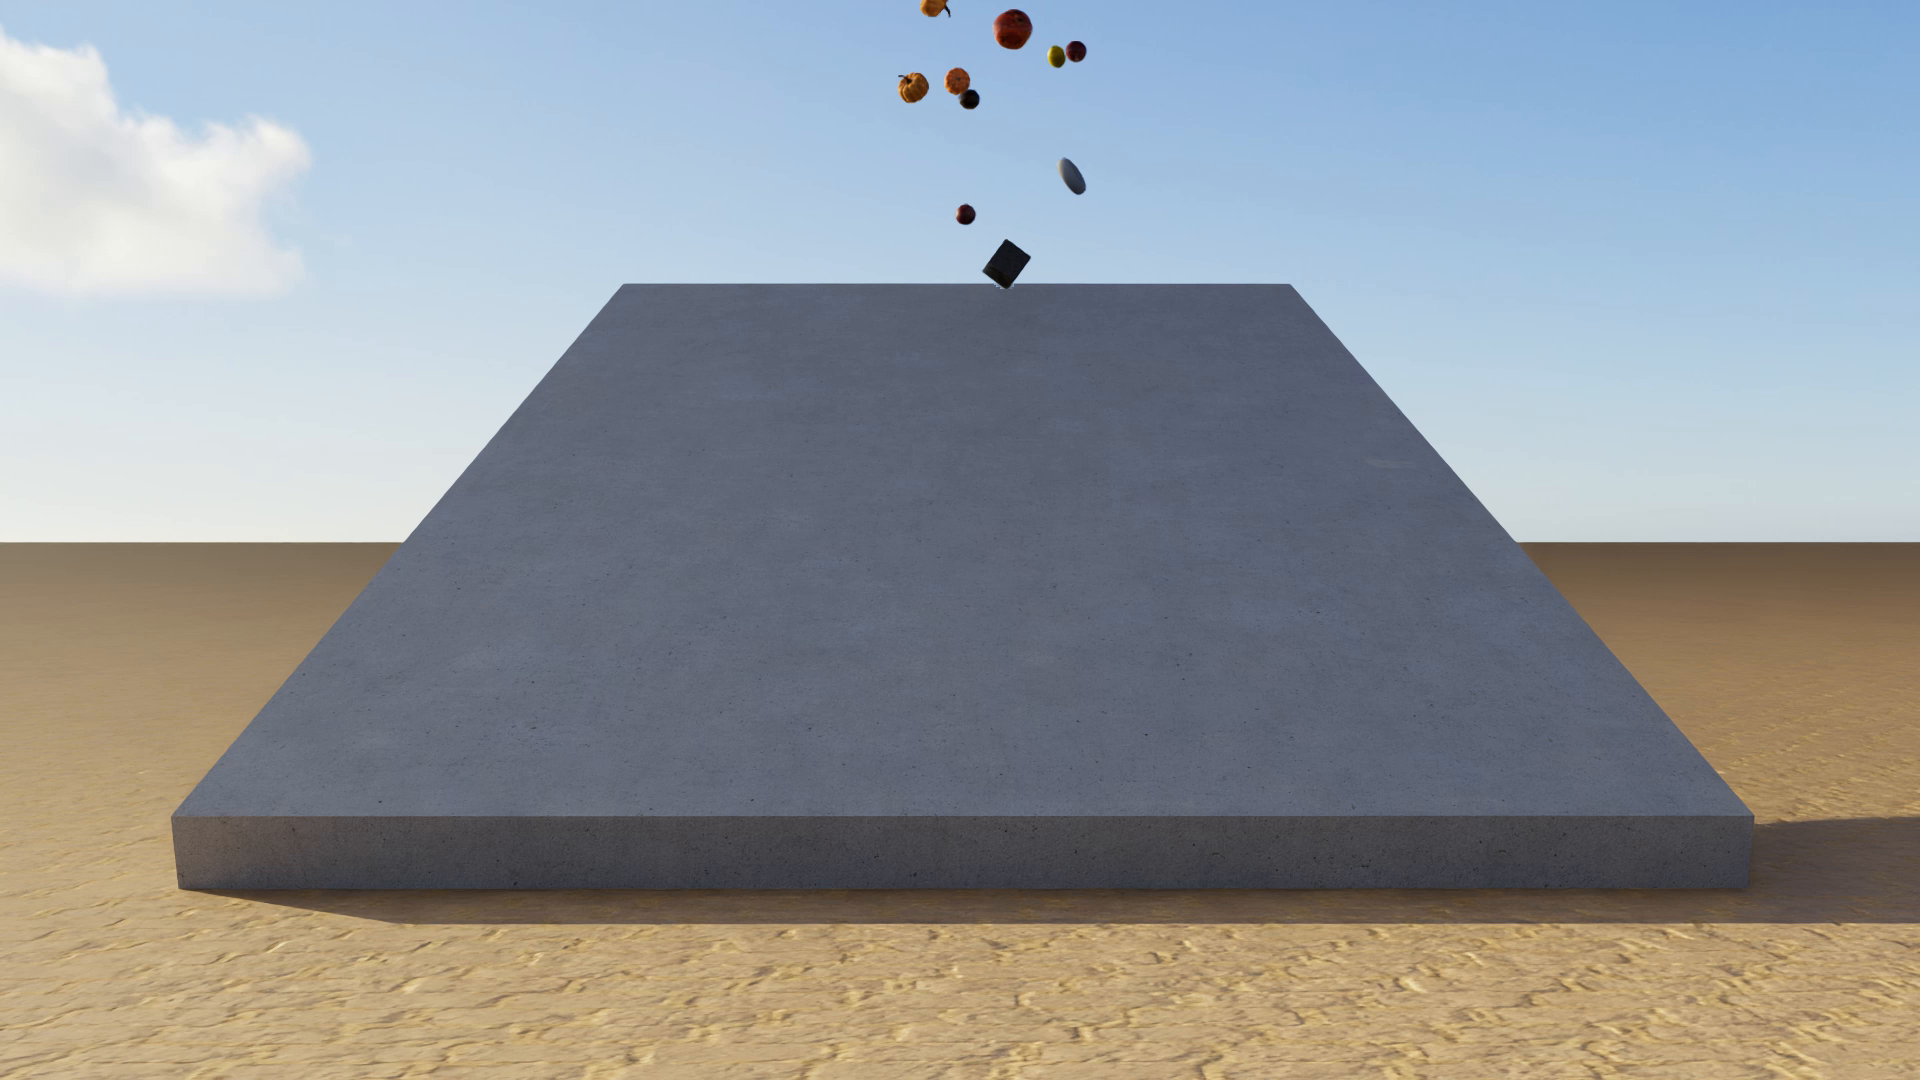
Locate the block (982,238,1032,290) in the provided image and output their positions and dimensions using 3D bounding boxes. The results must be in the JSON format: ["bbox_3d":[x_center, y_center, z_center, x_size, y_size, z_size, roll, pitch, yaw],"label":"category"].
[{"bbox_3d":[0.136,-0.808,6.481,0.093,0.093,0.093,36,-15,-4],"label":"block"}]

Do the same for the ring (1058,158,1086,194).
[{"bbox_3d":[0.317,-1.033,6.279,0.039,0.116,0.116,-32,-11,18],"label":"ring"}]

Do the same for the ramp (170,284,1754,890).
[{"bbox_3d":[-0.002,-0.163,4.725,2.000,0.100,4.000,0,16,0],"label":"ramp"}]
